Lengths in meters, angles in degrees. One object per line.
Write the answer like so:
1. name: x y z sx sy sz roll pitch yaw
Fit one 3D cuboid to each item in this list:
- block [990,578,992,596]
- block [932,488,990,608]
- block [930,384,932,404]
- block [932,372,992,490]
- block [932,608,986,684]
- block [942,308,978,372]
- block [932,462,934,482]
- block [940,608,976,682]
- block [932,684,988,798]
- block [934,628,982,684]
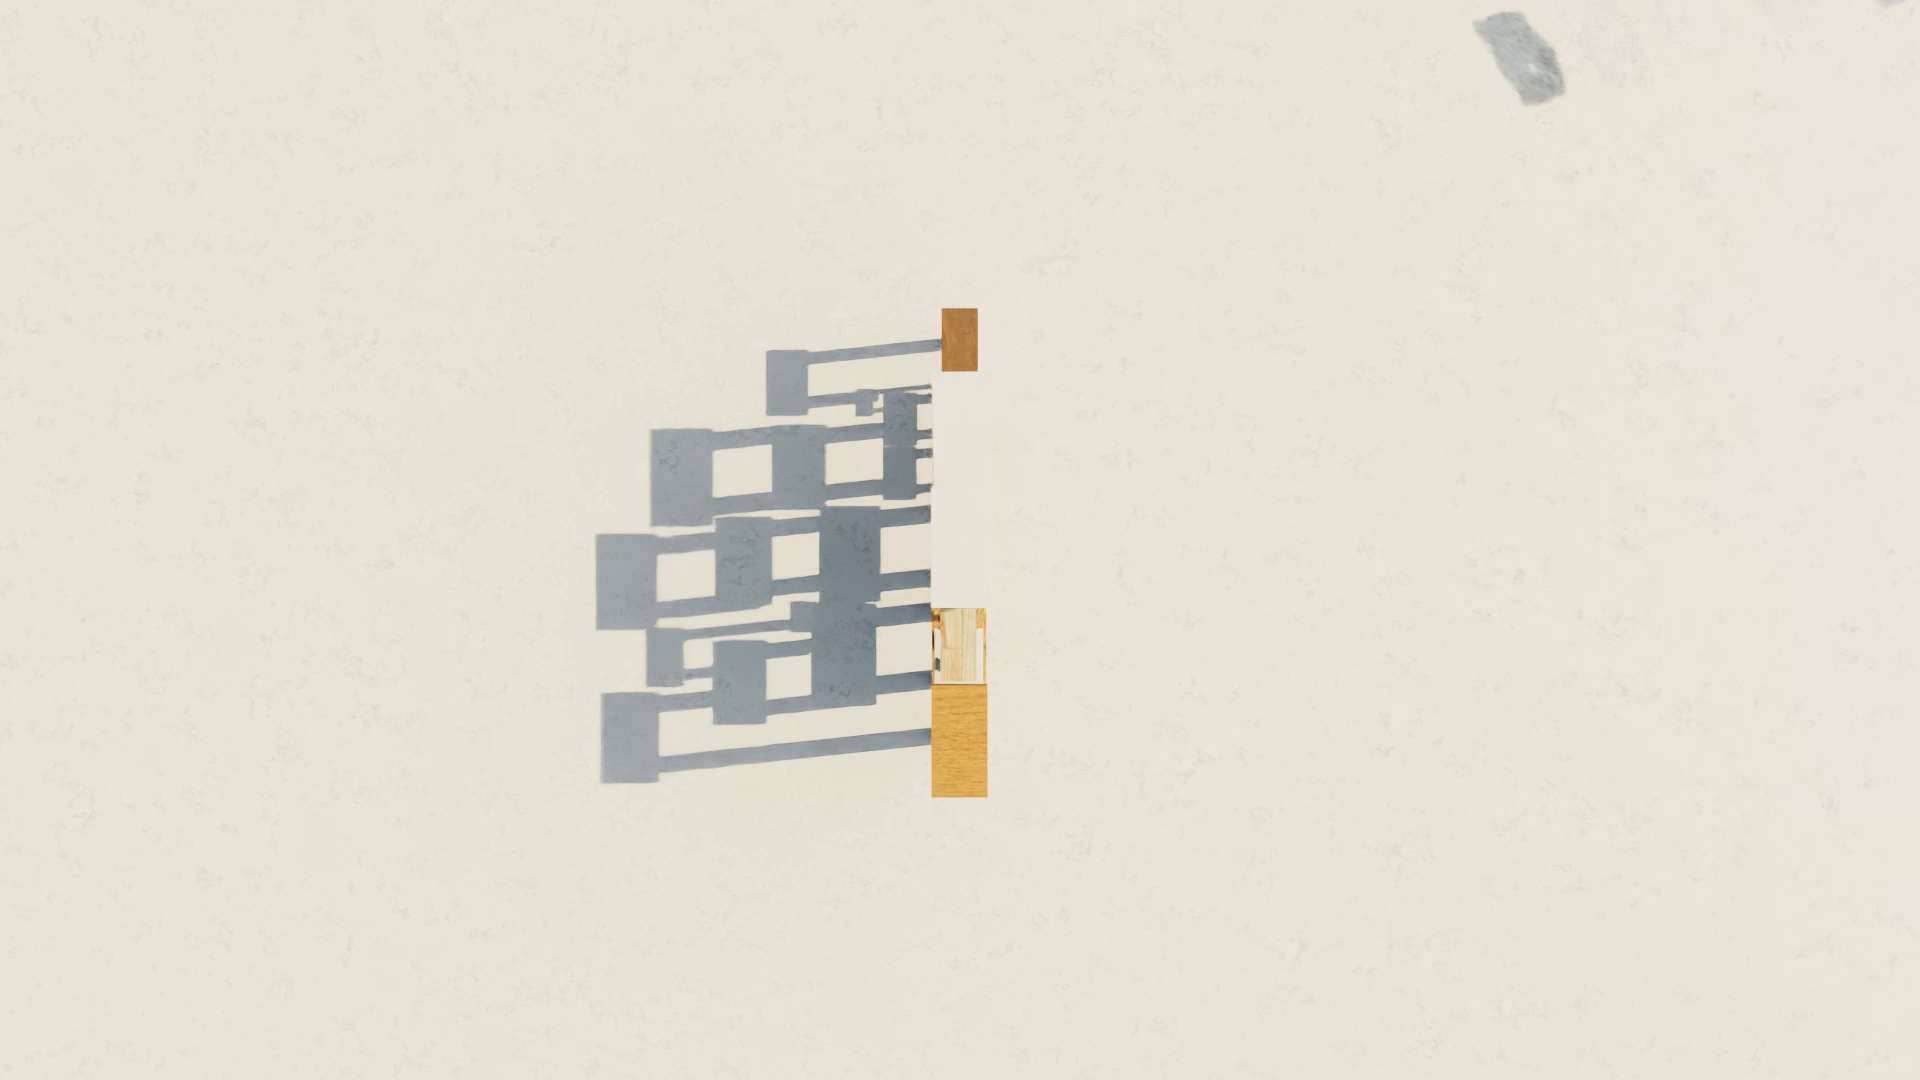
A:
1. block: 0.004 0.128 4.637 0.161 0.321 0.046 0 90 0
2. block: 0.003 0.022 4.454 0.161 0.046 0.321 0 90 0
3. block: -0.002 -0.414 4.811 0.163 0.327 0.046 0 90 0
4. block: 0.005 -0.305 4.619 0.163 0.046 0.327 -1 88 -1
5. block: -0.003 0.343 5.138 0.169 0.048 0.338 0 90 0
6. block: -0.001 -0.585 4.959 0.110 0.031 0.220 0 90 0
7. block: 0.001 -0.197 4.804 0.163 0.327 0.046 0 89 -2
8. block: -0.004 0.291 4.579 0.099 0.028 0.199 0 90 0
9. block: -0.001 0.543 4.468 0.152 0.043 0.303 0 90 0
10. block: -0.003 0.397 4.813 0.140 0.040 0.281 0 90 0
